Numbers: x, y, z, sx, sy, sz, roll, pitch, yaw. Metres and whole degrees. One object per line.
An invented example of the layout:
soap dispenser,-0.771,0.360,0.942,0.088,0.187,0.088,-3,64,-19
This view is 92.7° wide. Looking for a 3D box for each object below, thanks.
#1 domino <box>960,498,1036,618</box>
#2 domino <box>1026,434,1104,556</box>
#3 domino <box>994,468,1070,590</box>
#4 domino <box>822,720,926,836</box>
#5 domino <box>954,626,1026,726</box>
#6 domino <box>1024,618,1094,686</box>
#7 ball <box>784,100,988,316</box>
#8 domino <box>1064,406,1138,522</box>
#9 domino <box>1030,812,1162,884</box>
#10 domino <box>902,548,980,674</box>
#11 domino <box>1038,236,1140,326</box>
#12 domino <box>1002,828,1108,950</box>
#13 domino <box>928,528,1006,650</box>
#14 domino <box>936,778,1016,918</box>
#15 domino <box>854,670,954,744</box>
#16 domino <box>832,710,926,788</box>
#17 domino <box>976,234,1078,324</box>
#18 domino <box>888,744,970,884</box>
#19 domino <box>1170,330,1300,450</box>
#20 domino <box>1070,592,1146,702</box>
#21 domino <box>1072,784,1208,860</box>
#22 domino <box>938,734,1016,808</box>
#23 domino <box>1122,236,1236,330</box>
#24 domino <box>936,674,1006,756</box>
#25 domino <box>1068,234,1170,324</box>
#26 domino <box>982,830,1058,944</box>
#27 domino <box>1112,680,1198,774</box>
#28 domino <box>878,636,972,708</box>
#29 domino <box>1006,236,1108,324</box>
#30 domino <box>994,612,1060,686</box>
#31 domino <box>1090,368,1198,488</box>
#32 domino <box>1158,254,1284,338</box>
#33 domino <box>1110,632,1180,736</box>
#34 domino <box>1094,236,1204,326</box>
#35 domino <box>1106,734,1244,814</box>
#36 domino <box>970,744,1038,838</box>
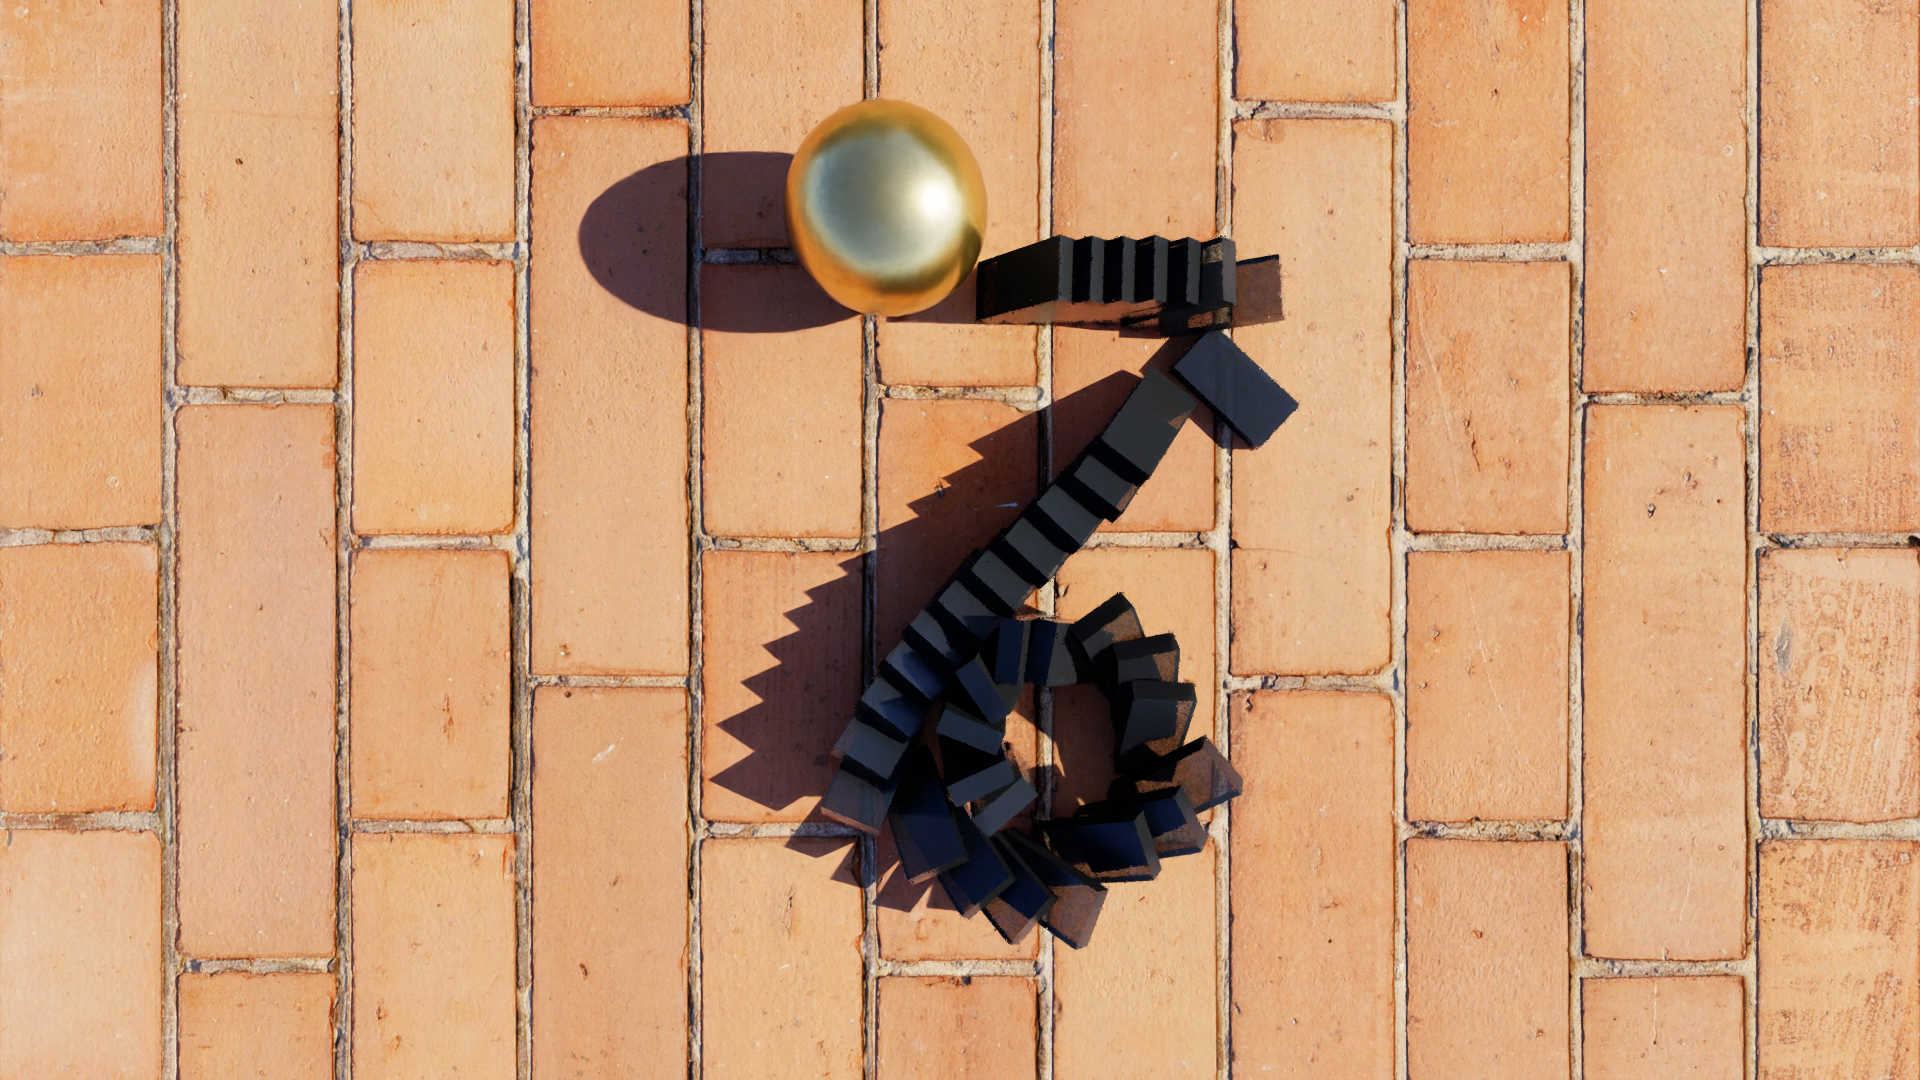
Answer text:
domino,0.025,0.007,0.381,0.025,0.009,0.050,43,54,1
domino,0.052,-0.020,0.383,0.025,0.010,0.050,43,58,0
domino,0.039,-0.006,0.382,0.025,0.009,0.050,43,56,0
domino,-0.035,0.094,0.381,0.025,0.009,0.050,20,57,6
domino,0.014,0.054,0.375,0.009,0.050,0.025,-35,90,17
domino,0.044,0.046,0.376,0.010,0.050,0.025,11,90,32
ball,-0.029,-0.129,0.360,0.080,0.080,0.080,0,90,0
domino,0.067,-0.033,0.383,0.025,0.010,0.050,37,59,0
domino,0.056,0.129,0.382,0.050,0.009,0.025,-18,90,35
domino,0.001,0.029,0.382,0.025,0.009,0.050,42,54,0
domino,0.051,-0.106,0.378,0.010,0.050,0.025,2,90,-39
domino,0.035,0.144,0.380,0.050,0.010,0.025,22,94,39
domino,0.012,0.020,0.380,0.025,0.009,0.050,43,54,1
domino,-0.001,0.128,0.382,0.025,0.010,0.050,-40,55,1
domino,-0.019,0.057,0.382,0.025,0.010,0.050,38,55,0
domino,-0.029,0.074,0.381,0.025,0.010,0.050,31,55,3
domino,0.027,-0.106,0.378,0.009,0.050,0.025,2,90,-39
domino,-0.017,0.114,0.382,0.025,0.010,0.050,-24,56,0
domino,0.118,-0.066,0.395,0.050,0.010,0.025,43,90,0
domino,0.064,0.045,0.378,0.025,0.050,0.009,-35,46,-5
domino,0.074,0.120,0.381,0.050,0.010,0.025,-24,94,35
domino,0.006,0.089,0.375,0.025,0.050,0.010,-24,102,0
domino,0.089,-0.105,0.378,0.009,0.050,0.025,2,87,-41
domino,0.006,0.070,0.375,0.025,0.050,0.009,22,100,0
domino,0.063,-0.106,0.378,0.009,0.050,0.025,2,90,-39
domino,0.014,0.139,0.381,0.025,0.010,0.050,-50,54,2
domino,0.080,0.079,0.380,0.025,0.010,0.050,3,131,0
domino,-0.009,0.042,0.382,0.025,0.010,0.050,42,55,0
domino,0.039,-0.106,0.378,0.010,0.050,0.025,2,90,-39
domino,0.028,0.044,0.375,0.010,0.050,0.025,6,90,22
domino,0.078,-0.048,0.383,0.025,0.009,0.050,37,59,0
domino,0.109,-0.102,0.385,0.050,0.009,0.025,-4,85,24
domino,0.076,0.061,0.379,0.025,0.010,0.050,-10,132,-3
domino,0.076,-0.106,0.378,0.009,0.050,0.025,2,90,-40
domino,0.089,0.103,0.382,0.050,0.009,0.025,-37,96,31
domino,0.016,0.101,0.375,0.025,0.050,0.009,-40,93,0
